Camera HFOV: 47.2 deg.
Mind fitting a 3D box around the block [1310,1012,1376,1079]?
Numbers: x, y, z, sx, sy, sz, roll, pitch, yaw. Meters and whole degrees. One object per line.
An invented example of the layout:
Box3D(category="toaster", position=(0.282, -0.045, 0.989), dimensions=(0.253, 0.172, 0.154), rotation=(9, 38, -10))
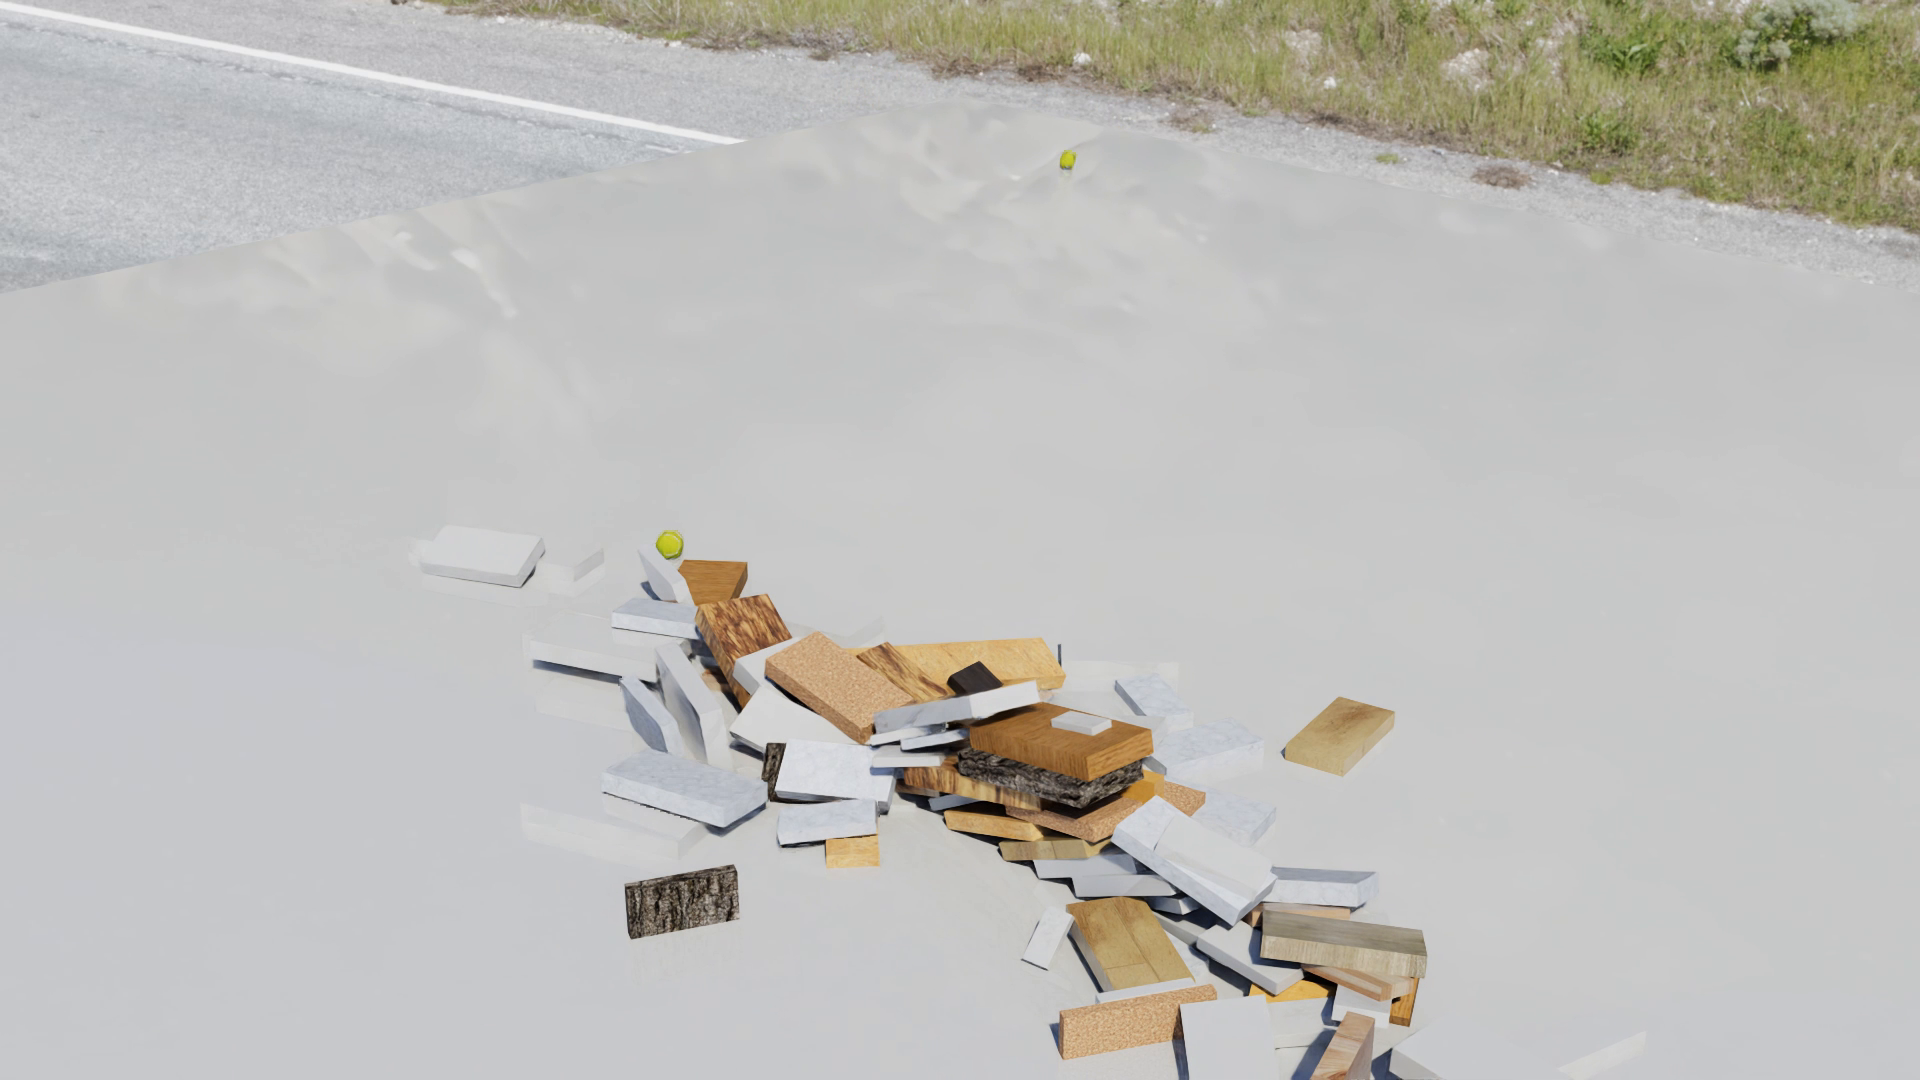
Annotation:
Box3D(category="block", position=(0.575, 0.897, 3.438), dimensions=(0.046, 0.163, 0.327), rotation=(11, 25, 24))

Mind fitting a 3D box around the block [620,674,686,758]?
Box3D(category="block", position=(-0.650, 0.392, 4.675), dimensions=(0.035, 0.123, 0.246), rotation=(-22, 30, -21))

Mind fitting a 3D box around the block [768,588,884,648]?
Box3D(category="block", position=(-0.348, 0.191, 5.256), dimensions=(0.300, 0.042, 0.150), rotation=(14, 27, 30))

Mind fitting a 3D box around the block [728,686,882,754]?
Box3D(category="block", position=(-0.319, 0.421, 4.581), dimensions=(0.318, 0.033, 0.118), rotation=(24, 64, 24))

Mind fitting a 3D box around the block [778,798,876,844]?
Box3D(category="block", position=(-0.261, 0.555, 4.343), dimensions=(0.192, 0.027, 0.096), rotation=(-7, 23, 1))

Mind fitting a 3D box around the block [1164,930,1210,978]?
Box3D(category="block", position=(0.333, 0.735, 3.993), dimensions=(0.097, 0.028, 0.244), rotation=(-17, 28, -35))

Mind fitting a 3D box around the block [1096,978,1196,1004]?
Box3D(category="block", position=(0.316, 0.804, 3.755), dimensions=(0.174, 0.087, 0.025), rotation=(-7, 24, -15))

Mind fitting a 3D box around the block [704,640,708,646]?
Box3D(category="block", position=(-0.486, 0.251, 5.026), dimensions=(0.141, 0.040, 0.283), rotation=(1, 18, -24))

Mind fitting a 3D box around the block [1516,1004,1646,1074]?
Box3D(category="block", position=(1.020, 0.858, 3.706), dimensions=(0.289, 0.025, 0.087), rotation=(-13, 26, -28))

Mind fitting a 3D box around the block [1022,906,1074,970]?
Box3D(category="block", position=(0.160, 0.718, 3.965), dimensions=(0.053, 0.015, 0.106), rotation=(16, 69, 34))

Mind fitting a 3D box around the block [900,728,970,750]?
Box3D(category="block", position=(-0.045, 0.390, 4.323), dimensions=(0.070, 0.020, 0.140), rotation=(-9, -4, -42))

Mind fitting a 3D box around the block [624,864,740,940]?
Box3D(category="block", position=(-0.512, 0.667, 4.057), dimensions=(0.205, 0.103, 0.029), rotation=(-8, 24, -18))

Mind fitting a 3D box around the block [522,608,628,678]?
Box3D(category="block", position=(-0.841, 0.242, 5.132), dimensions=(0.324, 0.046, 0.162), rotation=(12, 26, 25))

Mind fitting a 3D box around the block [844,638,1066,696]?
Box3D(category="block", position=(-0.038, 0.287, 4.870), dimensions=(0.563, 0.038, 0.133), rotation=(-2, 39, -29))

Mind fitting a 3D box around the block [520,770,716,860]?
Box3D(category="block", position=(-0.684, 0.549, 4.412), dimensions=(0.368, 0.042, 0.150), rotation=(10, 25, 23))

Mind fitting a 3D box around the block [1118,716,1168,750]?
Box3D(category="block", position=(0.306, 0.414, 4.683), dimensions=(0.247, 0.035, 0.123), rotation=(0, 21, 27))

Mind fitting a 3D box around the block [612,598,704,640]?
Box3D(category="block", position=(-0.663, 0.182, 5.063), dimensions=(0.246, 0.035, 0.123), rotation=(7, 17, 15))

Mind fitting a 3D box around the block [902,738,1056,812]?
Box3D(category="block", position=(0.074, 0.455, 4.319), dimensions=(0.352, 0.047, 0.167), rotation=(6, 20, 42))

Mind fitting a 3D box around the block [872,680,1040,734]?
Box3D(category="block", position=(-0.013, 0.334, 4.375), dimensions=(0.151, 0.043, 0.413), rotation=(-10, -3, -30))

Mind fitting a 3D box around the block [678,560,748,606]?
Box3D(category="block", position=(-0.630, 0.136, 5.382), dimensions=(0.162, 0.046, 0.324), rotation=(2, 23, 5))

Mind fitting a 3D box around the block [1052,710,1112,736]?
Box3D(category="block", position=(0.229, 0.346, 4.155), dimensions=(0.053, 0.015, 0.106), rotation=(-20, 19, -40))

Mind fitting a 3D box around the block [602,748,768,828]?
Box3D(category="block", position=(-0.556, 0.497, 4.430), dimensions=(0.302, 0.043, 0.151), rotation=(12, 20, 27))

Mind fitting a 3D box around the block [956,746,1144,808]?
Box3D(category="block", position=(0.169, 0.428, 4.183), dimensions=(0.167, 0.047, 0.334), rotation=(-19, 19, -39))

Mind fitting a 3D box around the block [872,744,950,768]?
Box3D(category="block", position=(-0.097, 0.429, 4.372), dimensions=(0.140, 0.020, 0.070), rotation=(-3, 15, 17))

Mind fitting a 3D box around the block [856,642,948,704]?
Box3D(category="block", position=(-0.127, 0.299, 4.748), dimensions=(0.192, 0.027, 0.096), rotation=(38, 38, 26))

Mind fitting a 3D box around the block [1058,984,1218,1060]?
Box3D(category="block", position=(0.302, 0.817, 3.728), dimensions=(0.275, 0.084, 0.024), rotation=(-7, 24, -15))

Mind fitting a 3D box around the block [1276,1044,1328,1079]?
Box3D(category="block", position=(0.566, 0.878, 3.659), dimensions=(0.182, 0.026, 0.091), rotation=(-13, 26, -27))

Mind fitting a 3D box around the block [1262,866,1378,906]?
Box3D(category="block", position=(0.615, 0.639, 4.072), dimensions=(0.288, 0.041, 0.144), rotation=(-1, 0, 26))

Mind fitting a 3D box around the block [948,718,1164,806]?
Box3D(category="block", position=(0.188, 0.480, 4.451), dimensions=(0.486, 0.139, 0.039), rotation=(14, 27, 31))

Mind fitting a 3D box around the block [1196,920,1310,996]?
Box3D(category="block", position=(0.515, 0.727, 3.856), dimensions=(0.092, 0.026, 0.184), rotation=(-22, 33, -37))

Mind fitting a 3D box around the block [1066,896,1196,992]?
Box3D(category="block", position=(0.300, 0.731, 3.914), dimensions=(0.144, 0.041, 0.288), rotation=(-6, 24, -14))

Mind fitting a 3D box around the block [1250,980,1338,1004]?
Box3D(category="block", position=(0.589, 0.805, 3.788), dimensions=(0.182, 0.026, 0.091), rotation=(8, 47, 19))

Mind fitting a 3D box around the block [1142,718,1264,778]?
Box3D(category="block", position=(0.509, 0.444, 4.669), dimensions=(0.247, 0.035, 0.123), rotation=(-12, 26, -26))

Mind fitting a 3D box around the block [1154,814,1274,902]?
Box3D(category="block", position=(0.453, 0.566, 3.923), dimensions=(0.194, 0.028, 0.097), rotation=(25, 34, 13))

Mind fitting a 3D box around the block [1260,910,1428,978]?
Box3D(category="block", position=(0.662, 0.698, 3.806), dimensions=(0.278, 0.039, 0.139), rotation=(6, 9, 7))

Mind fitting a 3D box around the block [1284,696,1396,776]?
Box3D(category="block", position=(0.818, 0.420, 4.723), dimensions=(0.133, 0.038, 0.266), rotation=(15, 27, 31))

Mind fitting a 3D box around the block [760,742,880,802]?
Box3D(category="block", position=(-0.286, 0.476, 4.497), dimensions=(0.236, 0.033, 0.118), rotation=(0, 56, 11))

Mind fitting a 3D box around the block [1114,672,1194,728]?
Box3D(category="block", position=(0.430, 0.358, 4.879), dimensions=(0.103, 0.029, 0.205), rotation=(-7, 24, -16))

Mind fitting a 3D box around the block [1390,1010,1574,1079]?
Box3D(category="block", position=(0.890, 0.887, 3.488), dimensions=(0.163, 0.046, 0.390), rotation=(-19, 32, -38))

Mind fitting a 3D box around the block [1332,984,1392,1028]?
Box3D(category="block", position=(0.683, 0.774, 3.715), dimensions=(0.092, 0.026, 0.184), rotation=(7, 10, 13))
